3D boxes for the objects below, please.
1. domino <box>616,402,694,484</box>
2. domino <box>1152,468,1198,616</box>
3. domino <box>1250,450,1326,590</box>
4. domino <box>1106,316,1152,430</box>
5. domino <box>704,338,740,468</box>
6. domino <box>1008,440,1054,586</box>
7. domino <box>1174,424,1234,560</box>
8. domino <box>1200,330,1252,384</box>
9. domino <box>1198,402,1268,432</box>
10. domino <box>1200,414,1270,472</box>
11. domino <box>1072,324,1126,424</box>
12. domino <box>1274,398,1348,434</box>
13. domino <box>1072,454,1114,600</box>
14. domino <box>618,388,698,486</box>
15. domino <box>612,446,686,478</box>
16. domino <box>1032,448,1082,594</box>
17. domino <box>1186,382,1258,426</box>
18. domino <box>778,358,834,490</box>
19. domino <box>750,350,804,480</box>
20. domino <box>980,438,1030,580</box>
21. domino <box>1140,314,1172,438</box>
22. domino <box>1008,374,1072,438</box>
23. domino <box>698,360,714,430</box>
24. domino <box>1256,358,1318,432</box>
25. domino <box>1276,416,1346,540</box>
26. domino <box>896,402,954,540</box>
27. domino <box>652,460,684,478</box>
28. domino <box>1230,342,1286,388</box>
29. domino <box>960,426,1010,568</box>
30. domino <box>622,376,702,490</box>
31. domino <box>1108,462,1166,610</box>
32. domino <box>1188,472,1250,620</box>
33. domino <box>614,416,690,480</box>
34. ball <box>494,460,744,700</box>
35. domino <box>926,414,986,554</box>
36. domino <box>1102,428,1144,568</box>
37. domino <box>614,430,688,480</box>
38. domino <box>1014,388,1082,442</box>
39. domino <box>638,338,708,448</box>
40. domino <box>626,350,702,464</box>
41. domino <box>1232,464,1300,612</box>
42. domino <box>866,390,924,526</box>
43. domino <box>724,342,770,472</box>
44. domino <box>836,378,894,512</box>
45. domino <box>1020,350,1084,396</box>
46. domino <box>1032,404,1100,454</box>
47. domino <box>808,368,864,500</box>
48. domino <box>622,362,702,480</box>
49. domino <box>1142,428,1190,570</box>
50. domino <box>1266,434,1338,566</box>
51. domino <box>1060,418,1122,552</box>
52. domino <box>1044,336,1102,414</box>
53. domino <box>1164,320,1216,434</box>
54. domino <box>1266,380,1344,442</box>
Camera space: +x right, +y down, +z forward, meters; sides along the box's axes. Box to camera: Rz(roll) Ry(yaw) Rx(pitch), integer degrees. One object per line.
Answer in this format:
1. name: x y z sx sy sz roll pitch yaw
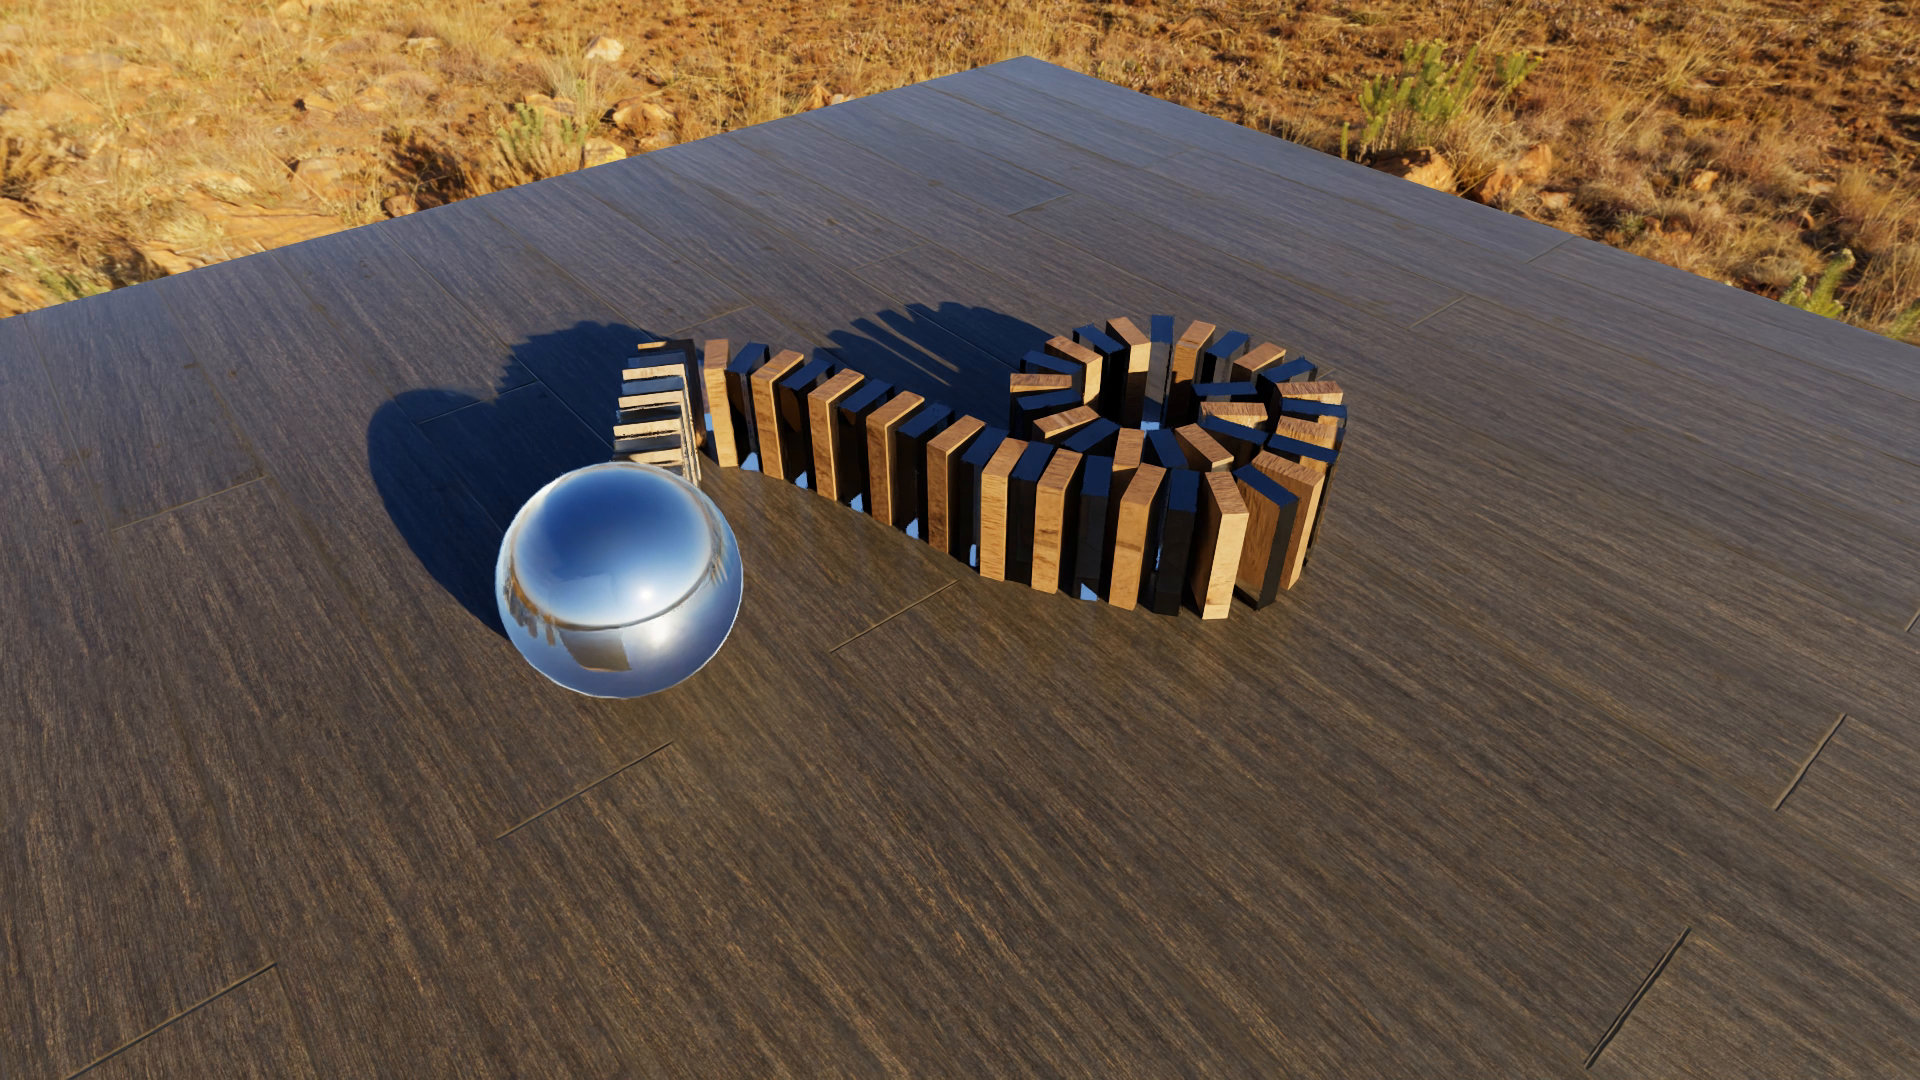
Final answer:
1. domino: -0.122 -0.029 0.448 0.025 0.050 0.009 -8 15 -10
2. domino: 0.080 0.001 0.410 0.009 0.050 0.025 8 40 9
3. domino: 0.121 -0.007 0.420 0.025 0.050 0.009 27 46 29
4. domino: 0.074 -0.073 0.500 0.009 0.050 0.025 -13 41 -15
5. domino: -0.104 -0.060 0.485 0.009 0.050 0.025 -5 40 -6
6. domino: 0.027 -0.010 0.424 0.010 0.050 0.025 12 41 15
7. domino: 0.093 -0.018 0.433 0.010 0.050 0.025 -16 42 -19
8. domino: 0.116 -0.065 0.491 0.009 0.050 0.025 26 46 28
9. domino: 0.108 -0.033 0.451 0.025 0.050 0.010 2 39 2
10. domino: 0.106 -0.023 0.440 0.025 0.050 0.010 21 44 24
11. domino: 0.061 -0.068 0.495 0.010 0.050 0.025 -22 44 -25
12. domino: 0.140 -0.033 0.452 0.025 0.050 0.009 9 40 10
13. domino: 0.050 -0.004 0.417 0.009 0.050 0.025 7 40 8
14. domino: -0.124 -0.036 0.456 0.025 0.050 0.009 -8 15 -10
15. domino: -0.116 -0.010 0.424 0.025 0.050 0.009 -8 15 -10
16. domino: 0.037 -0.007 0.420 0.009 0.050 0.025 14 41 17
17. domino: 0.108 -0.042 0.463 0.025 0.050 0.009 -3 39 -3
18. domino: -0.064 -0.049 0.472 0.009 0.050 0.025 21 44 24
19. domino: -0.077 -0.054 0.478 0.009 0.050 0.025 18 43 21
20. domino: 0.017 -0.012 0.426 0.009 0.050 0.025 15 42 17
21. domino: 0.089 -0.074 0.502 0.009 0.050 0.025 6 40 7
22. domino: 0.033 -0.046 0.468 0.025 0.050 0.009 2 39 2
23. domino: -0.127 -0.070 0.528 0.025 0.010 0.050 -6 40 -7
24. domino: 0.137 -0.051 0.474 0.025 0.050 0.009 -21 44 -24
25. domino: 0.136 -0.024 0.441 0.025 0.050 0.009 14 41 17
26. domino: -0.013 -0.028 0.445 0.010 0.050 0.025 25 46 28
27. domino: -0.114 -0.003 0.416 0.025 0.050 0.010 -8 15 -10
28. domino: 0.127 -0.059 0.484 0.025 0.050 0.009 -31 49 -33
29. domino: 0.010 -0.016 0.432 0.010 0.050 0.025 17 42 19
30. domino: -0.126 -0.043 0.465 0.025 0.050 0.009 -8 13 -10
31. domino: 0.066 -0.001 0.413 0.009 0.050 0.025 16 42 19
32. domino: 0.095 0.002 0.409 0.009 0.050 0.025 -3 39 -3
33. domino: -0.121 -0.023 0.440 0.025 0.050 0.010 -8 15 -10
34. ball: -0.114 0.013 0.371 0.080 0.080 0.080 0 39 0
35. domino: -0.001 -0.022 0.438 0.009 0.050 0.025 26 46 28
36. domino: 0.064 -0.016 0.431 0.009 0.050 0.025 8 40 10
37. domino: -0.119 -0.016 0.432 0.025 0.050 0.010 -8 15 -10
38. domino: 0.036 -0.037 0.457 0.025 0.050 0.009 -11 41 -13
39. domino: -0.131 -0.066 0.503 0.025 0.009 0.050 -8 75 -9
40. domino: -0.131 -0.058 0.487 0.025 0.050 0.009 -8 -3 -9
41. domino: 0.110 -0.001 0.412 0.009 0.050 0.025 -22 44 -25
42. domino: -0.026 -0.033 0.452 0.010 0.050 0.025 25 45 27
43. domino: -0.090 -0.058 0.482 0.010 0.050 0.025 9 40 11
44. domino: -0.038 -0.039 0.459 0.009 0.050 0.025 23 45 26
45. domino: 0.039 -0.056 0.479 0.025 0.050 0.009 22 44 24
46. domino: 0.042 -0.028 0.446 0.025 0.050 0.009 -18 43 -21
47. domino: -0.051 -0.044 0.466 0.009 0.050 0.025 23 44 25
48. domino: -0.128 -0.049 0.473 0.025 0.050 0.010 -8 13 -10
49. domino: 0.078 -0.016 0.430 0.009 0.050 0.025 -5 40 -6
50. domino: 0.129 -0.015 0.430 0.025 0.050 0.010 20 43 23
51. domino: 0.050 -0.021 0.437 0.010 0.050 0.025 32 49 33
52. domino: 0.049 -0.063 0.488 0.009 0.050 0.025 -30 48 -31
53. domino: 0.103 -0.071 0.498 0.009 0.050 0.025 19 43 21
54. domino: 0.142 -0.043 0.463 0.025 0.050 0.009 -3 39 -3
